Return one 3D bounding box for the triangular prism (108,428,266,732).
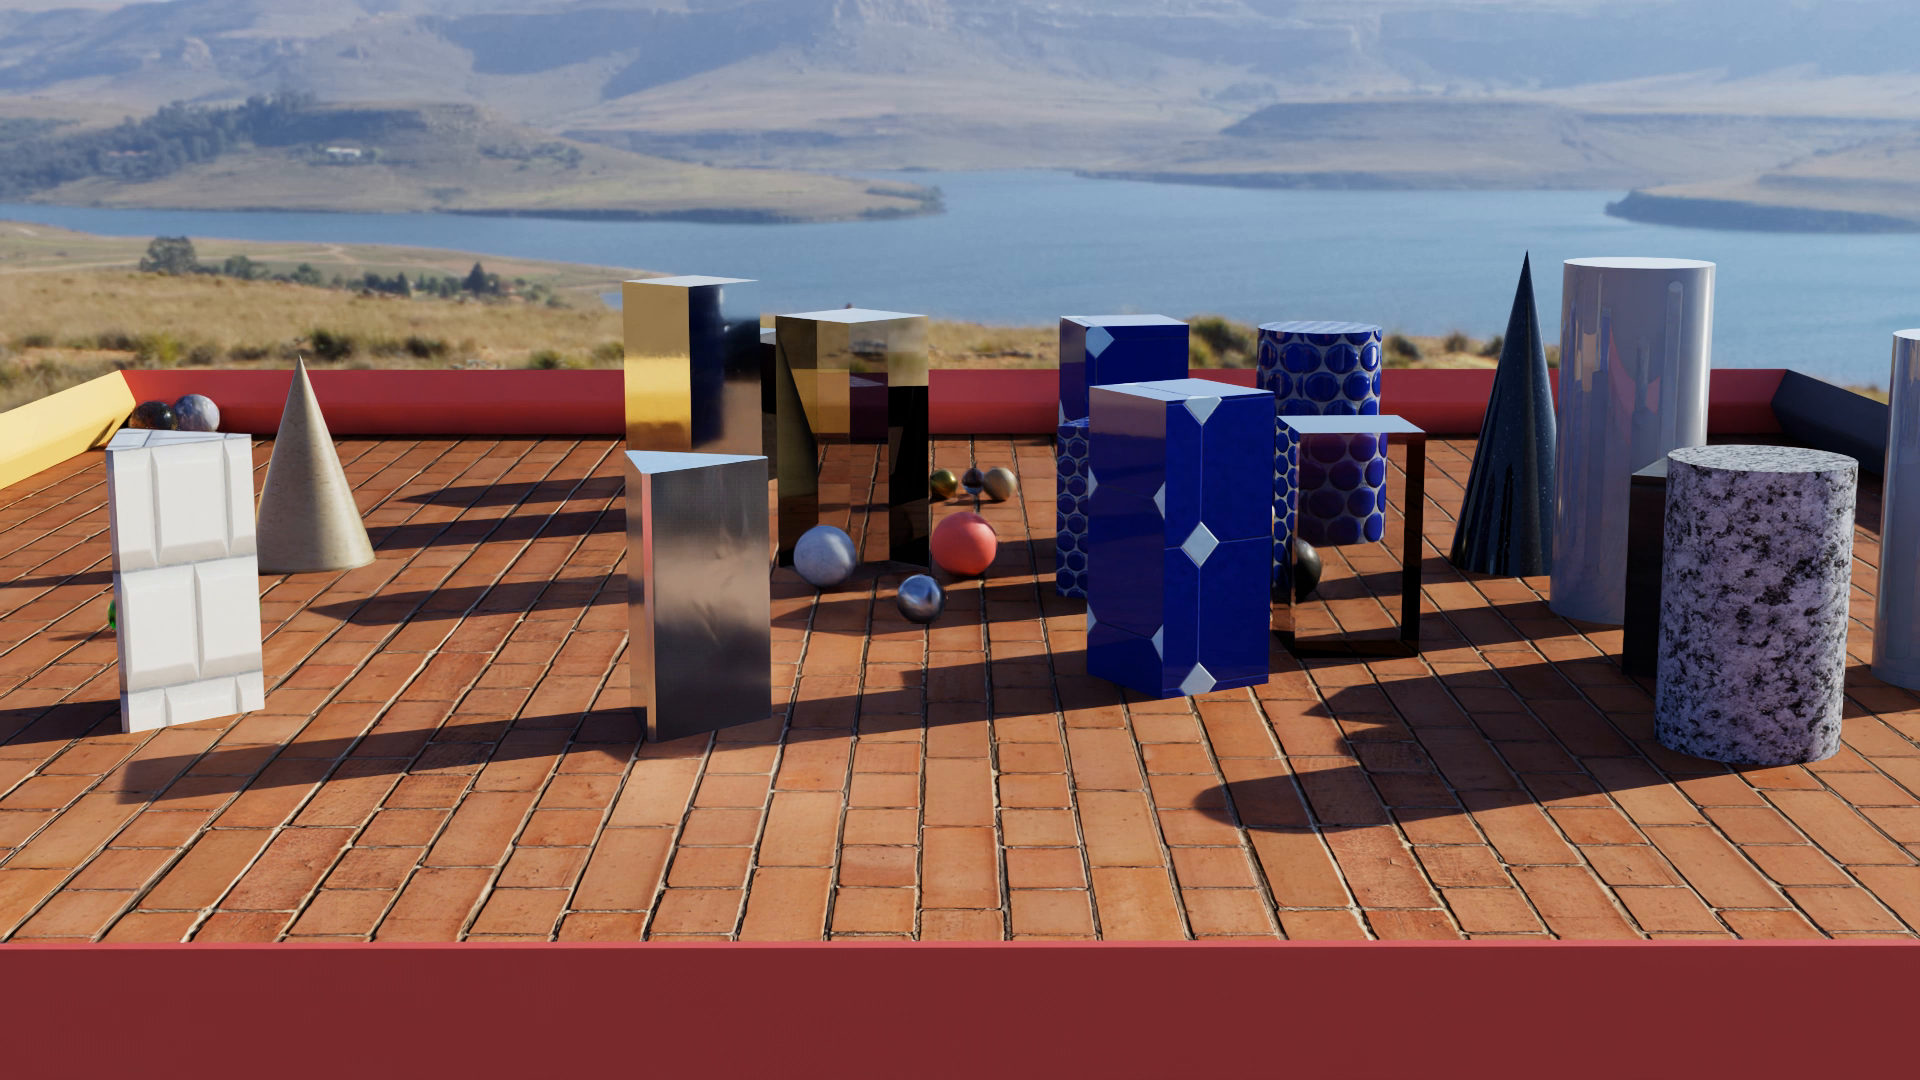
[{"bbox_3d":[-0.908,0.038,2.910,0.169,0.315,0.146,-10,14,-42],"label":"triangular prism"}]

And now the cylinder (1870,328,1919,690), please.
[{"bbox_3d":[1.199,-0.037,3.049,0.195,0.411,0.195,0,11,0],"label":"cylinder"}]

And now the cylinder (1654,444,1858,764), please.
[{"bbox_3d":[0.857,0.066,2.768,0.195,0.312,0.195,0,11,0],"label":"cylinder"}]

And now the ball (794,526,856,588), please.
[{"bbox_3d":[-0.189,0.024,3.606,0.089,0.089,0.089,0,11,0],"label":"ball"}]

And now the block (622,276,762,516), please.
[{"bbox_3d":[-0.433,-0.230,4.169,0.156,0.382,0.156,9,14,41],"label":"block"}]

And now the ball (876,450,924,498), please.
[{"bbox_3d":[-0.102,-0.111,4.351,0.082,0.082,0.082,0,11,0],"label":"ball"}]

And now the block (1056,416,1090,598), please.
[{"bbox_3d":[0.238,-0.046,3.572,0.156,0.238,0.156,5,12,27],"label":"block"}]

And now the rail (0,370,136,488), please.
[{"bbox_3d":[-1.636,0.034,3.440,0.045,0.126,3.384,0,11,0],"label":"rail"}]

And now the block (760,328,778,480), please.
[{"bbox_3d":[-0.411,-0.239,4.544,0.156,0.263,0.156,5,12,26],"label":"block"}]

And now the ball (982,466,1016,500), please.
[{"bbox_3d":[0.067,-0.095,4.330,0.057,0.057,0.057,0,11,0],"label":"ball"}]

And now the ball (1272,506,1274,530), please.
[{"bbox_3d":[0.438,-0.032,3.911,0.088,0.088,0.088,0,11,0],"label":"ball"}]

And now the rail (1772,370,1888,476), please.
[{"bbox_3d":[1.636,0.031,3.458,0.045,0.126,3.384,0,11,0],"label":"rail"}]

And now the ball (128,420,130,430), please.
[{"bbox_3d":[-1.617,-0.226,5.062,0.049,0.049,0.049,0,11,0],"label":"ball"}]

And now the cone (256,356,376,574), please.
[{"bbox_3d":[-0.966,-0.121,3.779,0.195,0.309,0.195,0,11,0],"label":"cone"}]

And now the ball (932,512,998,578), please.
[{"bbox_3d":[0.006,0.007,3.682,0.094,0.094,0.094,0,11,0],"label":"ball"}]

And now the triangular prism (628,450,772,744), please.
[{"bbox_3d":[-0.324,0.055,2.868,0.169,0.297,0.146,-10,14,-43],"label":"triangular prism"}]

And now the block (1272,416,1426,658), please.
[{"bbox_3d":[0.488,-0.007,3.239,0.156,0.282,0.156,-1,11,-3],"label":"block"}]

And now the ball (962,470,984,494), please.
[{"bbox_3d":[0.025,-0.100,4.394,0.043,0.043,0.043,0,11,0],"label":"ball"}]

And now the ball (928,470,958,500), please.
[{"bbox_3d":[-0.029,-0.093,4.341,0.050,0.050,0.050,0,11,0],"label":"ball"}]

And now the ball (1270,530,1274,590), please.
[{"bbox_3d":[0.449,0.029,3.581,0.088,0.088,0.088,0,11,0],"label":"ball"}]

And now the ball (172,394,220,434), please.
[{"bbox_3d":[-1.496,-0.240,5.020,0.091,0.091,0.091,0,11,0],"label":"ball"}]

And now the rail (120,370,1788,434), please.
[{"bbox_3d":[-0.010,-0.272,5.089,3.320,0.126,0.045,0,11,0],"label":"rail"}]

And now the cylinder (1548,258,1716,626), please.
[{"bbox_3d":[0.895,-0.135,3.424,0.195,0.468,0.195,0,11,0],"label":"cylinder"}]

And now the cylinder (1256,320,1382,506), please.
[{"bbox_3d":[0.565,-0.177,4.055,0.195,0.320,0.195,0,11,0],"label":"cylinder"}]

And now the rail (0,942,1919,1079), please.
[{"bbox_3d":[0.010,0.337,1.809,3.320,0.126,0.045,0,11,0],"label":"rail"}]

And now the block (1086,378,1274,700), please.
[{"bbox_3d":[0.261,-0.006,3.051,0.156,0.349,0.156,-6,12,-31],"label":"block"}]

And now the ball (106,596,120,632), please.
[{"bbox_3d":[-1.077,0.095,3.321,0.053,0.053,0.053,0,11,0],"label":"ball"}]

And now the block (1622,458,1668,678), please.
[{"bbox_3d":[0.905,0.037,3.107,0.156,0.245,0.156,6,12,28],"label":"block"}]

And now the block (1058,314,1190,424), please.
[{"bbox_3d":[0.242,-0.153,3.836,0.156,0.352,0.156,-2,11,-12],"label":"block"}]

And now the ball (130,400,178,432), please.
[{"bbox_3d":[-1.556,-0.225,4.952,0.087,0.087,0.087,0,11,0],"label":"ball"}]

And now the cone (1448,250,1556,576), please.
[{"bbox_3d":[0.819,-0.194,3.748,0.195,0.464,0.195,0,11,0],"label":"cone"}]

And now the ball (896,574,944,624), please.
[{"bbox_3d":[-0.052,0.077,3.384,0.064,0.064,0.064,0,11,0],"label":"ball"}]

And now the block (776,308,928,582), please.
[{"bbox_3d":[-0.156,-0.141,3.725,0.156,0.370,0.156,10,15,44],"label":"block"}]
